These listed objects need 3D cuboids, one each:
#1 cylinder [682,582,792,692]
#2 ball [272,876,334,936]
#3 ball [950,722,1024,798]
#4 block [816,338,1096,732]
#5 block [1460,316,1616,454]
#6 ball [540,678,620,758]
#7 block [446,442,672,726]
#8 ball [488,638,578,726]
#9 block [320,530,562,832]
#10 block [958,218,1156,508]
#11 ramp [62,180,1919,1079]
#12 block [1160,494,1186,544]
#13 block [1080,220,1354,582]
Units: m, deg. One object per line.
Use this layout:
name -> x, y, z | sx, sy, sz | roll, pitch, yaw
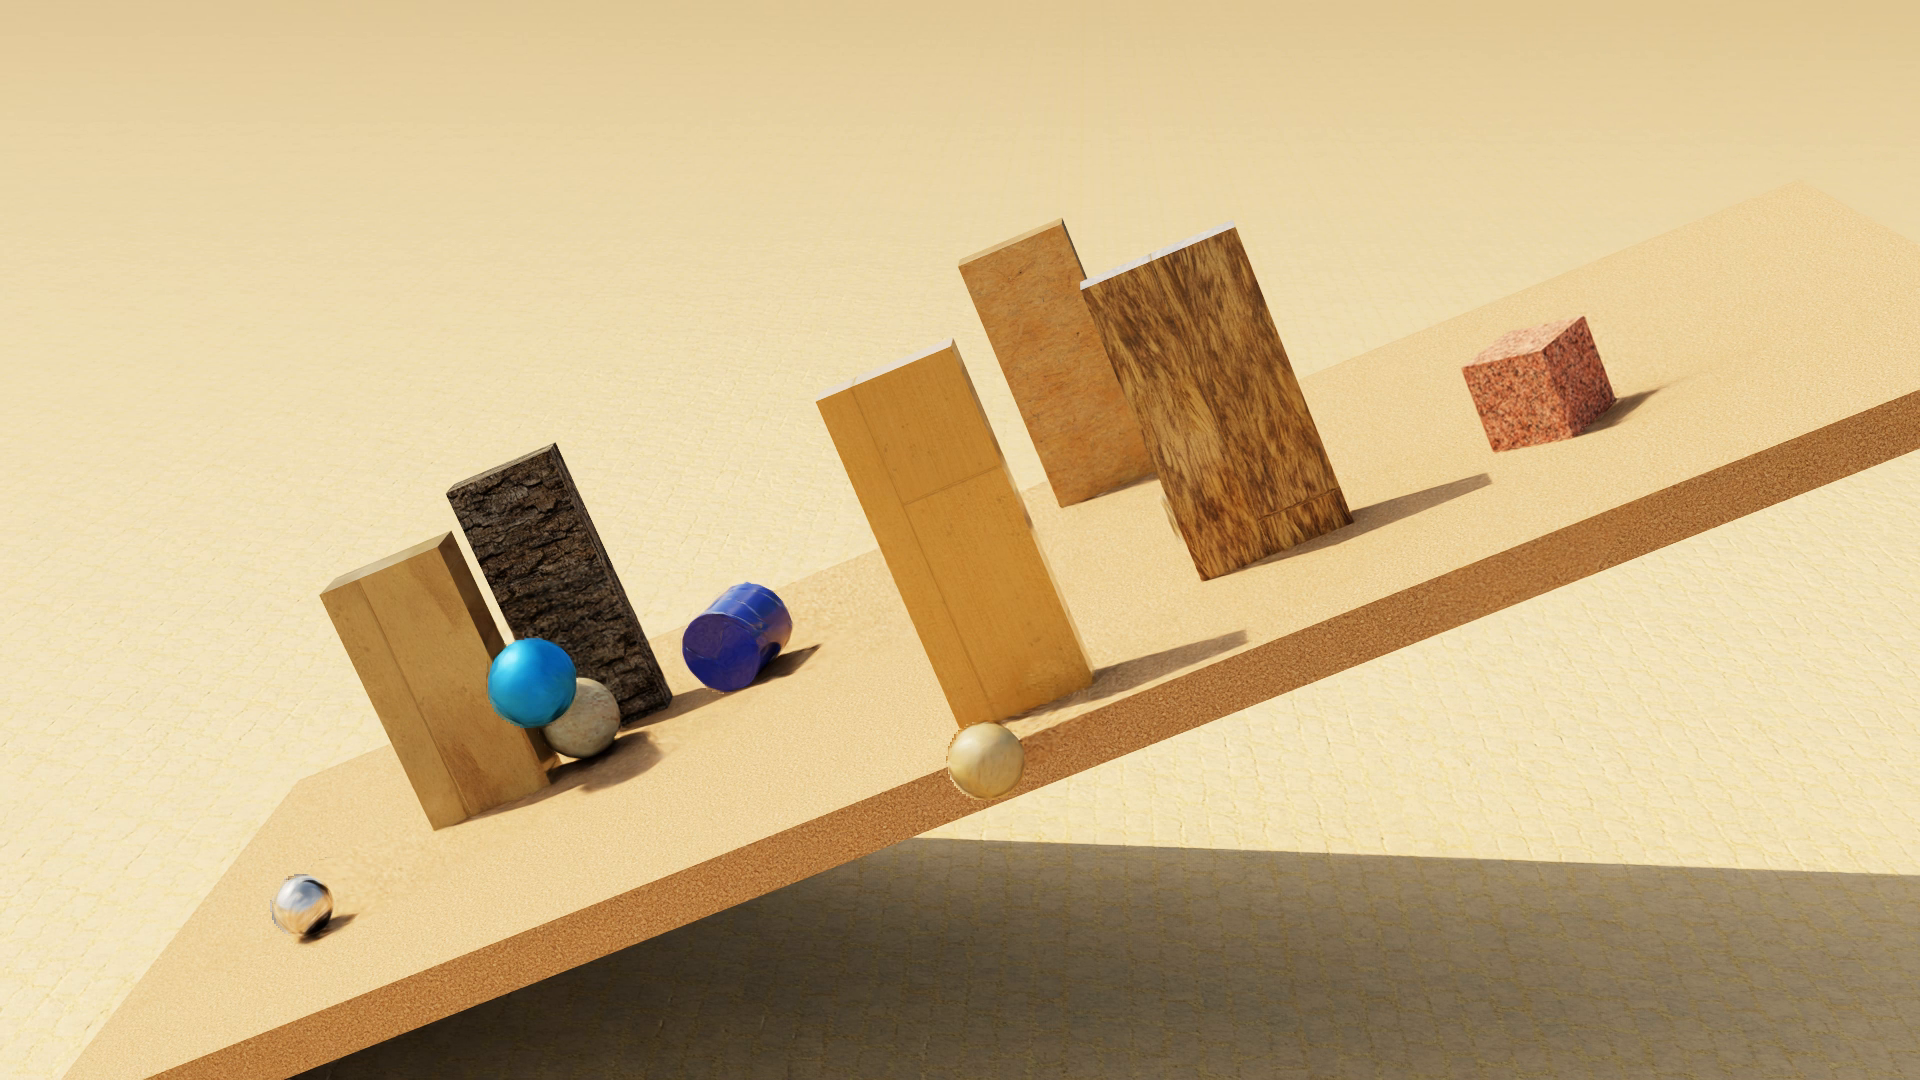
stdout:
cylinder -> -0.497, 0.216, 6.564 | 0.187, 0.187, 0.187 | 5, 22, 18
ball -> -1.345, 0.749, 6.027 | 0.122, 0.122, 0.122 | 0, 14, 0
ball -> 0.048, 0.390, 5.210 | 0.134, 0.134, 0.134 | 0, 14, 0
block -> -0.004, -0.004, 5.423 | 0.267, 0.685, 0.090 | -22, 12, 8
block -> 1.137, -0.305, 5.778 | 0.186, 0.186, 0.186 | -11, 17, 44
ball -> -0.837, 0.392, 6.463 | 0.179, 0.179, 0.179 | 0, 14, 0
block -> -0.897, 0.126, 6.611 | 0.253, 0.641, 0.094 | -22, 12, 8
ball -> -0.908, 0.302, 6.252 | 0.188, 0.188, 0.188 | 0, 14, 0
block -> -1.128, 0.308, 6.415 | 0.283, 0.579, 0.142 | -22, 12, 8
block -> 0.236, -0.411, 6.851 | 0.258, 0.619, 0.105 | -22, 12, 8
ramp -> 0.128, 0.172, 6.287 | 4.000, 0.100, 2.000 | -22, 12, 8
block -> 0.507, -0.068, 6.113 | 0.109, 0.109, 0.109 | -10, 18, 46
block -> 0.503, -0.269, 5.745 | 0.319, 0.629, 0.095 | -22, 12, 8
